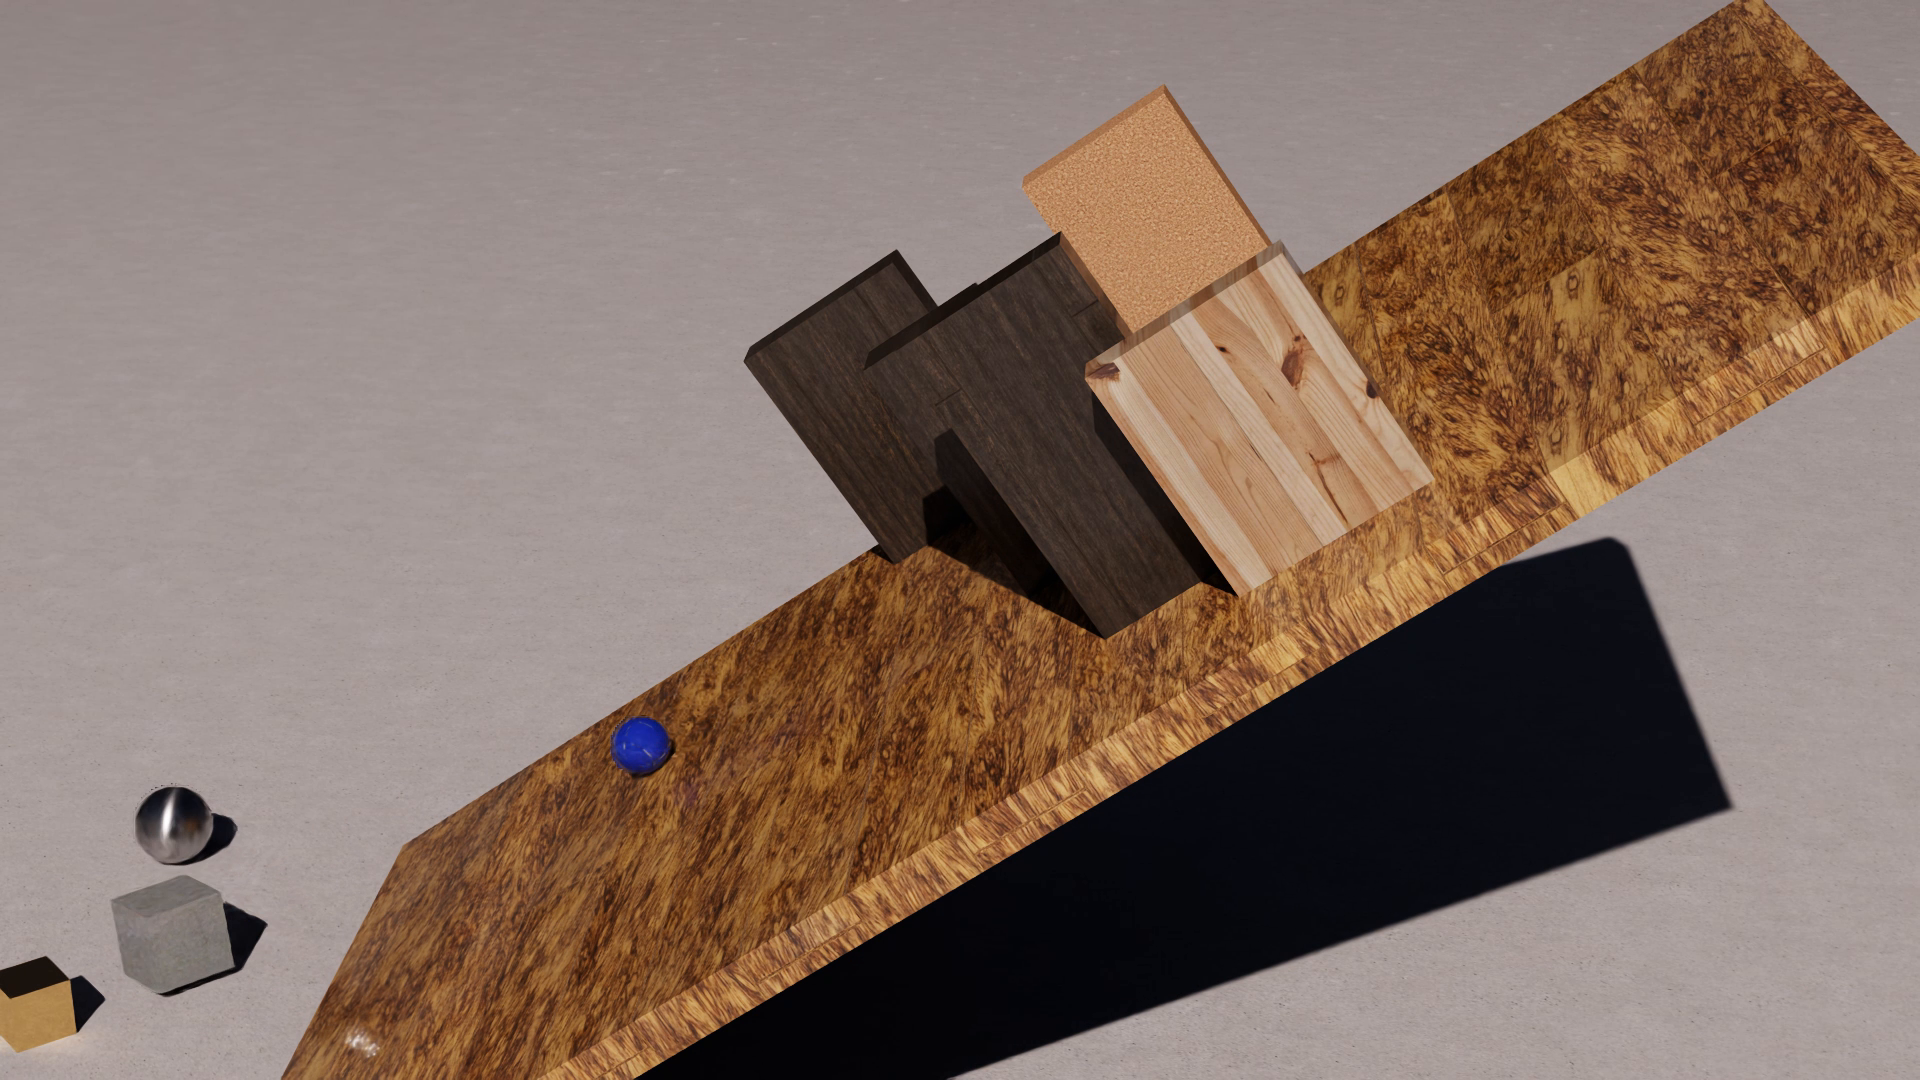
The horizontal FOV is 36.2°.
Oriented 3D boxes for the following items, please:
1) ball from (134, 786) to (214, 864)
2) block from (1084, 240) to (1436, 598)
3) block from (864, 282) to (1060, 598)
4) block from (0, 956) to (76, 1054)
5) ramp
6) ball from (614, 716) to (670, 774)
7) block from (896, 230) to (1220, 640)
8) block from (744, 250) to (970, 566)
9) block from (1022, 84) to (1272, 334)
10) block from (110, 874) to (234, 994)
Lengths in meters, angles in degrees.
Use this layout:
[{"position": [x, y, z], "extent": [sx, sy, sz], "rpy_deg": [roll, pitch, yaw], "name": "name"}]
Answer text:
[{"position": [-2.085, 0.756, 7.802], "extent": [0.204, 0.204, 0.204], "rpy_deg": [0, 21, 0], "name": "ball"}, {"position": [0.549, -0.218, 5.395], "extent": [0.424, 0.514, 0.092], "rpy_deg": [-32, 16, 15], "name": "block"}, {"position": [0.090, -0.208, 6.188], "extent": [0.275, 0.607, 0.132], "rpy_deg": [-32, 16, 15], "name": "block"}, {"position": [-2.205, 1.103, 6.988], "extent": [0.146, 0.146, 0.146], "rpy_deg": [-16, 26, -35], "name": "block"}, {"position": [0.136, 0.173, 6.305], "extent": [4.000, 0.100, 2.000], "rpy_deg": [-32, 16, 15], "name": "ramp"}, {"position": [-0.743, 0.479, 6.868], "extent": [0.134, 0.134, 0.134], "rpy_deg": [0, 21, 0], "name": "ball"}, {"position": [0.237, -0.194, 5.635], "extent": [0.374, 0.708, 0.097], "rpy_deg": [-32, 16, 15], "name": "block"}, {"position": [-0.153, -0.312, 7.003], "extent": [0.433, 0.618, 0.117], "rpy_deg": [-32, 16, 15], "name": "block"}, {"position": [0.477, -0.602, 6.382], "extent": [0.365, 0.675, 0.097], "rpy_deg": [-32, 16, 15], "name": "block"}, {"position": [-1.935, 0.967, 7.228], "extent": [0.199, 0.199, 0.199], "rpy_deg": [-18, 19, -38], "name": "block"}]
